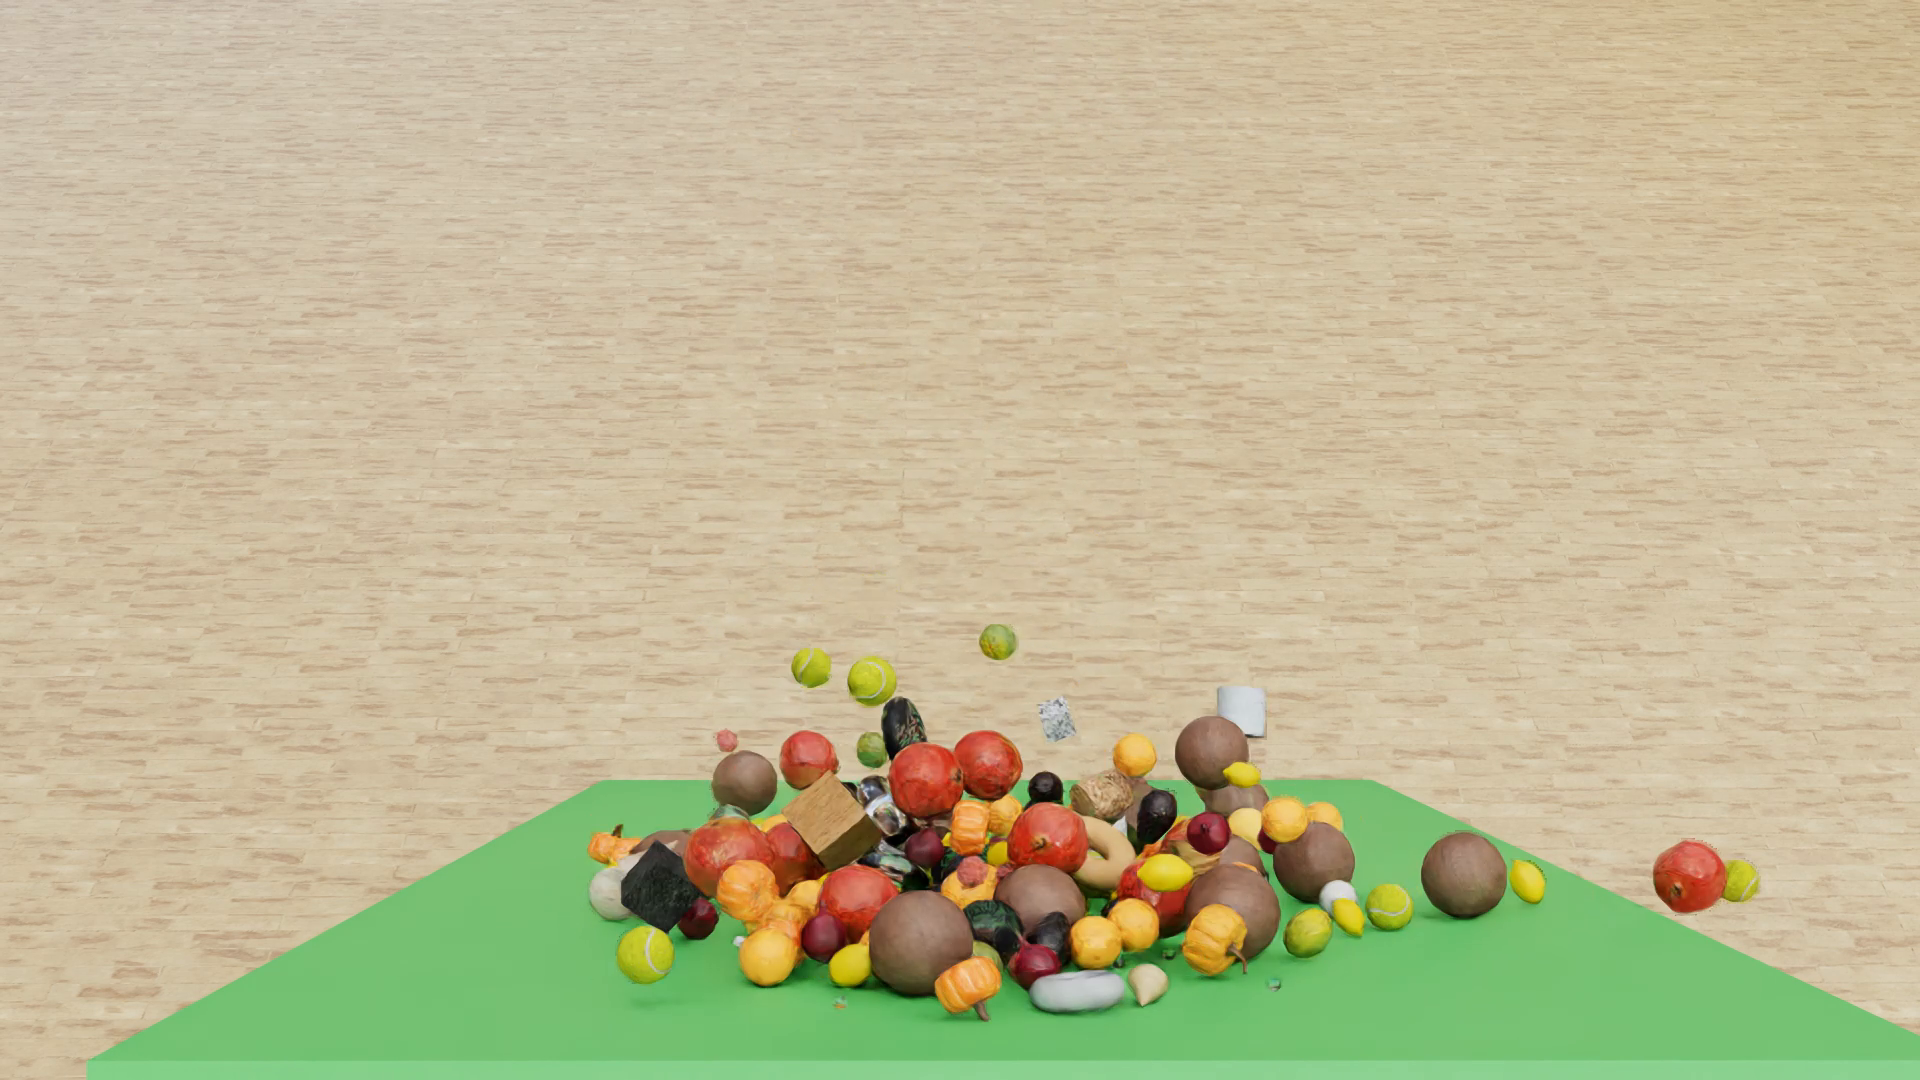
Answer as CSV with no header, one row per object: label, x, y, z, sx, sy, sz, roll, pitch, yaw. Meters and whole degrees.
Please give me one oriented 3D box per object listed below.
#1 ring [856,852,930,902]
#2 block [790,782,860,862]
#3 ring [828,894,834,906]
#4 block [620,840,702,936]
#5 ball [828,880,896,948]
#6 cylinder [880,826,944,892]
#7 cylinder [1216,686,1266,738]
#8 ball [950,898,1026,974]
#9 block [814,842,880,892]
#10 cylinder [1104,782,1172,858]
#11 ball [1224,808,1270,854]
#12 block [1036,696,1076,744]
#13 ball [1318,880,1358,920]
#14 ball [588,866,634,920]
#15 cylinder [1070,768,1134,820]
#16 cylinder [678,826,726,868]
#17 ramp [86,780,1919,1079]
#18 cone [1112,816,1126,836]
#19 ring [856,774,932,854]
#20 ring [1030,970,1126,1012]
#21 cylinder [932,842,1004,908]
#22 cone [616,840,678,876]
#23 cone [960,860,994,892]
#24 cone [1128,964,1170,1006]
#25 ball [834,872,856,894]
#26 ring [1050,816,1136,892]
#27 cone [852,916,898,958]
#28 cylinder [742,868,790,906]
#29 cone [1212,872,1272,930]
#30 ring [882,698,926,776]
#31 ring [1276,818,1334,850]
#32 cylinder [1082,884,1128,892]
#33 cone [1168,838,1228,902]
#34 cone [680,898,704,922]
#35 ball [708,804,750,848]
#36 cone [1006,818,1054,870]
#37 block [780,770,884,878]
ring,-0.099,0.491,3.773,0.112,0.112,0.037,9,58,14
block,-0.208,0.474,4.349,0.095,0.095,0.095,0,30,-40
ring,-0.166,0.543,3.937,0.078,0.026,0.078,-32,26,17
block,-0.419,0.487,3.634,0.080,0.080,0.080,39,7,-14
ball,-0.136,0.520,3.597,0.096,0.096,0.096,0,33,0
cylinder,-0.074,0.516,4.234,0.094,0.094,0.094,-7,62,12
cylinder,0.549,0.337,5.061,0.093,0.093,0.093,3,-8,0
ball,0.037,0.513,3.355,0.096,0.096,0.096,0,33,0
block,-0.180,0.527,4.221,0.079,0.079,0.079,0,66,23
cylinder,0.317,0.509,4.711,0.099,0.099,0.099,18,46,26
ball,0.541,0.547,4.881,0.087,0.087,0.087,0,33,0
block,0.182,0.339,4.889,0.055,0.055,0.055,-16,29,1
ball,0.571,0.543,3.910,0.060,0.060,0.060,0,33,0
ball,-0.519,0.533,3.907,0.081,0.081,0.081,0,33,0
cylinder,0.233,0.424,4.270,0.075,0.075,0.075,-21,39,-26
cylinder,-0.459,0.550,4.627,0.068,0.068,0.068,15,28,-20
ramp,0.073,0.638,4.749,2.000,0.100,4.000,0,-1,0
cone,0.244,0.464,4.057,0.078,0.078,0.078,22,17,-7
ring,-0.102,0.423,3.992,0.049,0.147,0.147,-42,38,6
ring,0.139,0.536,3.080,0.115,0.038,0.115,-5,-4,0
cylinder,0.012,0.512,3.957,0.091,0.091,0.091,-6,31,12
cone,-0.453,0.479,3.879,0.087,0.087,0.087,-45,43,-1
cone,0.022,0.541,4.274,0.058,0.058,0.058,-9,23,-13
cone,0.222,0.547,3.121,0.052,0.052,0.052,7,27,11
ball,-0.150,0.533,3.867,0.077,0.077,0.077,0,33,0
ring,0.192,0.450,3.726,0.134,0.045,0.134,18,33,-12
cone,-0.127,0.553,3.536,0.060,0.060,0.060,-30,23,25
cylinder,-0.307,0.548,4.098,0.055,0.055,0.055,-1,28,-37
cone,0.396,0.512,3.668,0.083,0.083,0.083,-4,32,9
ring,-0.090,0.319,4.222,0.044,0.131,0.131,-14,30,15
ring,0.652,0.556,4.904,0.117,0.117,0.039,14,76,21
cylinder,0.241,0.542,4.312,0.077,0.077,0.077,0,-1,0
cone,0.351,0.485,3.793,0.090,0.090,0.090,-3,78,-1
cone,-0.412,0.535,3.917,0.063,0.063,0.063,10,10,-2
ball,-0.353,0.438,3.965,0.066,0.066,0.066,0,33,0
cone,0.098,0.483,3.977,0.083,0.083,0.083,38,26,-23
block,-0.191,0.423,3.860,0.096,0.096,0.096,-39,61,-8
